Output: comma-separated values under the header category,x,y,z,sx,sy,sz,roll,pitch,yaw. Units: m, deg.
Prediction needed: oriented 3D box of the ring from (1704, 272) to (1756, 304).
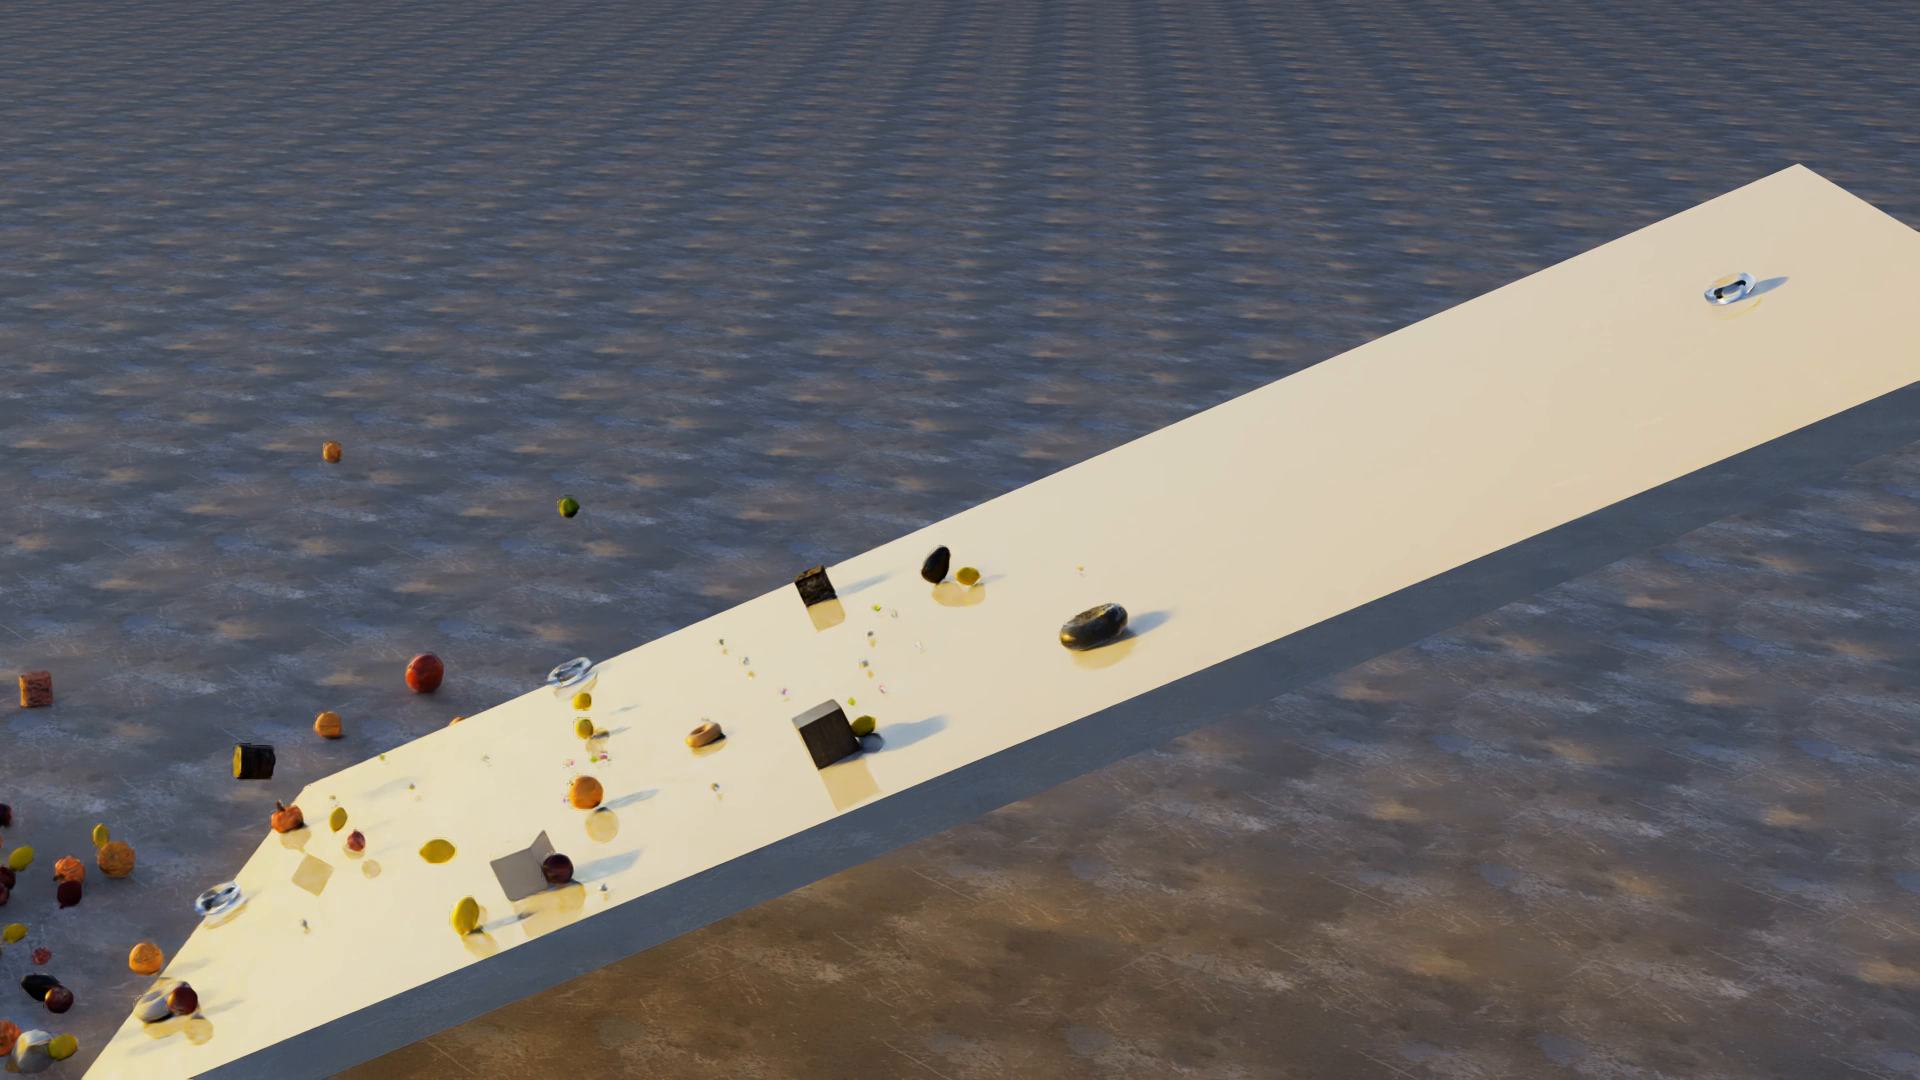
category,x,y,z,sx,sy,sz,roll,pitch,yaw
ring,1.593,-0.520,6.084,0.108,0.036,0.108,-23,14,6

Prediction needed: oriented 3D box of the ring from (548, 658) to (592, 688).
category,x,y,z,sx,sy,sz,roll,pitch,yaw
ring,-0.977,0.332,7.360,0.117,0.039,0.117,-23,11,5

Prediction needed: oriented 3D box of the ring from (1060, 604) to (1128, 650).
category,x,y,z,sx,sy,sz,roll,pitch,yaw
ring,0.260,0.169,5.717,0.143,0.048,0.143,-24,11,5

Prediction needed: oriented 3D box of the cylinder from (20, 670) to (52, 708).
category,x,y,z,sx,sy,sz,roll,pitch,yaw
cylinder,-2.660,0.429,8.467,0.085,0.085,0.085,0,15,0

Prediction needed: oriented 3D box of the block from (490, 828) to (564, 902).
category,x,y,z,sx,sy,sz,roll,pitch,yaw
block,-0.848,0.637,5.754,0.092,0.092,0.092,-21,13,15

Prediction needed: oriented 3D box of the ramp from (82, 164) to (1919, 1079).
category,x,y,z,sx,sy,sz,roll,pitch,yaw
ramp,0.131,0.170,6.285,4.000,0.100,2.000,-23,13,8

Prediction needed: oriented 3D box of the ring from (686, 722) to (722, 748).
category,x,y,z,sx,sy,sz,roll,pitch,yaw
ring,-0.545,0.414,6.251,0.081,0.027,0.081,-24,14,6

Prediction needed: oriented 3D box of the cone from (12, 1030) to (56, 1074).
category,x,y,z,sx,sy,sz,roll,pitch,yaw
cone,-1.914,1.047,6.064,0.090,0.090,0.090,-3,-18,-12

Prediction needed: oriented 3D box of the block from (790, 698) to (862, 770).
category,x,y,z,sx,sy,sz,roll,pitch,yaw
block,-0.261,0.378,5.724,0.093,0.093,0.093,-26,13,-8

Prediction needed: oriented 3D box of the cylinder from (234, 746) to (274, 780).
category,x,y,z,sx,sy,sz,roll,pitch,yaw
cylinder,-1.737,0.548,7.239,0.080,0.080,0.080,5,11,-28

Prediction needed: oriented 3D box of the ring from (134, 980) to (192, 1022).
category,x,y,z,sx,sy,sz,roll,pitch,yaw
ring,-1.643,0.951,6.062,0.124,0.041,0.124,-25,12,6

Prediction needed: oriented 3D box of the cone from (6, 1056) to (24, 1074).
category,x,y,z,sx,sy,sz,roll,pitch,yaw
cone,-1.958,1.070,6.112,0.056,0.056,0.056,0,15,0

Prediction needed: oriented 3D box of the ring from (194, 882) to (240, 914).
category,x,y,z,sx,sy,sz,roll,pitch,yaw
ring,-1.693,0.817,6.710,0.112,0.037,0.112,-22,14,6

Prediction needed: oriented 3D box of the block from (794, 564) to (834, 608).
category,x,y,z,sx,sy,sz,roll,pitch,yaw
block,-0.349,0.110,7.035,0.068,0.068,0.068,-23,13,7
